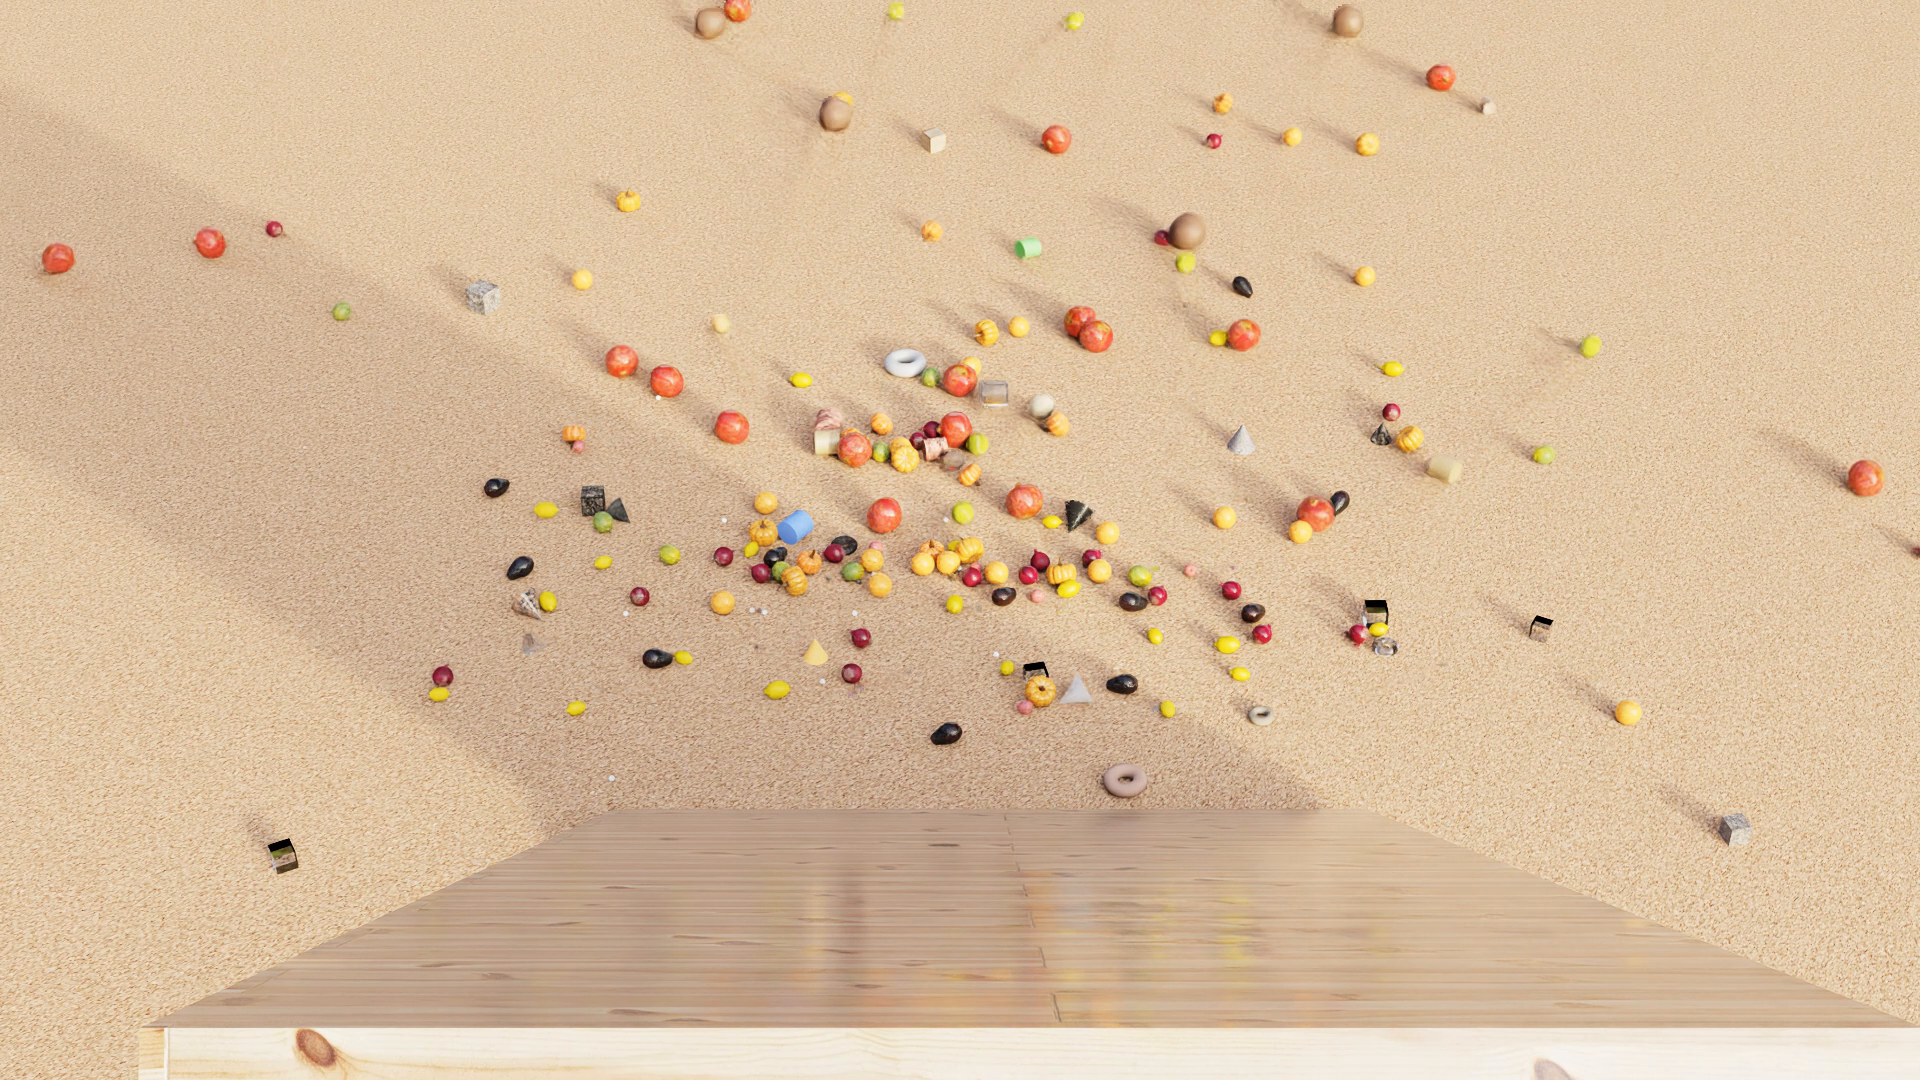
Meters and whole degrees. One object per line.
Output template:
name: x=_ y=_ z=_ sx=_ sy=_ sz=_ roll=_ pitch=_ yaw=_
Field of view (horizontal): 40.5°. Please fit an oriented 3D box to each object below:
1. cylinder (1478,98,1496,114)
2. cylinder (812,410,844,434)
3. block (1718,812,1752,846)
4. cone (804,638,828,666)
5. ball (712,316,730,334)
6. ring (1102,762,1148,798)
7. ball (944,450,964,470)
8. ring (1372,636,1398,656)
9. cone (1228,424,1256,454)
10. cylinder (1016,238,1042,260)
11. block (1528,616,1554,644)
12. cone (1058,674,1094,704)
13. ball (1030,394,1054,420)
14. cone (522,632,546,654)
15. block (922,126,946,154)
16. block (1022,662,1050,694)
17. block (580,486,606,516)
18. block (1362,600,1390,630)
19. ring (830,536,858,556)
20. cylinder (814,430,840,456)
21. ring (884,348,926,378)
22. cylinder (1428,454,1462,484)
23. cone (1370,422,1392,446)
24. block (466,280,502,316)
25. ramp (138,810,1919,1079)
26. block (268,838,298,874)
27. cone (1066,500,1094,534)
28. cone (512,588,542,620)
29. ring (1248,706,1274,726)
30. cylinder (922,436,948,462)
cylinder: x=2.080 y=-1.714 z=10.262 sx=0.053 sy=0.053 sz=0.053 roll=-9 pitch=23 yaw=-11
cylinder: x=-0.428 y=-0.371 z=8.430 sx=0.085 sy=0.085 sz=0.085 roll=11 pitch=16 yaw=15
block: x=2.062 y=0.771 z=6.917 sx=0.058 sy=0.058 sz=0.058 roll=-9 pitch=37 yaw=-11
cone: x=-0.418 y=0.311 z=7.523 sx=0.072 sy=0.072 sz=0.072 roll=0 pitch=37 yaw=0
ball: x=-0.821 y=-0.742 z=8.949 sx=0.060 sy=0.060 sz=0.060 roll=0 pitch=37 yaw=0
ring: x=0.450 y=0.655 z=7.088 sx=0.122 sy=0.041 sz=0.122 roll=-1 pitch=37 yaw=1
ball: x=-0.021 y=-0.255 z=8.292 sx=0.062 sy=0.062 sz=0.062 roll=0 pitch=37 yaw=0
ring: x=1.237 y=0.310 z=7.563 sx=0.078 sy=0.026 sz=0.078 roll=0 pitch=38 yaw=0
cone: x=0.910 y=-0.339 z=8.382 sx=0.092 sy=0.092 sz=0.092 roll=0 pitch=37 yaw=0
cylinder: x=0.247 y=-1.048 z=9.355 sx=0.066 sy=0.066 sz=0.066 roll=-18 pitch=40 yaw=-23
block: x=1.699 y=0.262 z=7.606 sx=0.052 sy=0.052 sz=0.052 roll=18 pitch=40 yaw=22
cone: x=0.318 y=0.441 z=7.375 sx=0.090 sy=0.090 sz=0.090 roll=-31 pitch=40 yaw=4
ball: x=0.267 y=-0.435 z=8.519 sx=0.081 sy=0.081 sz=0.081 roll=0 pitch=37 yaw=0
cone: x=-1.230 y=0.304 z=7.569 sx=0.065 sy=0.065 sz=0.065 roll=7 pitch=27 yaw=-39
block: x=-0.102 y=-1.540 z=10.016 sx=0.067 sy=0.067 sz=0.067 roll=-22 pitch=42 yaw=-26
block: x=0.217 y=0.393 z=7.423 sx=0.061 sy=0.061 sz=0.061 roll=-8 pitch=37 yaw=-10
block: x=-1.144 y=-0.122 z=8.109 sx=0.068 sy=0.068 sz=0.068 roll=-2 pitch=37 yaw=-2
block: x=1.223 y=0.221 z=7.652 sx=0.063 sy=0.063 sz=0.063 roll=-1 pitch=37 yaw=-1
ring: x=-0.354 y=0.017 z=7.957 sx=0.083 sy=0.028 sz=0.083 roll=-1 pitch=38 yaw=0
cylinder: x=-0.428 y=-0.314 z=8.358 sx=0.080 sy=0.080 sz=0.080 roll=-3 pitch=37 yaw=-5
ring: x=-0.184 y=-0.596 z=8.764 sx=0.144 sy=0.048 sz=0.144 roll=0 pitch=35 yaw=0
cylinder: x=1.536 y=-0.224 z=8.242 sx=0.074 sy=0.074 sz=0.074 roll=27 pitch=44 yaw=31
cone: x=1.366 y=-0.354 z=8.420 sx=0.070 sy=0.070 sz=0.070 roll=0 pitch=37 yaw=0
block: x=-1.663 y=-0.845 z=9.070 sx=0.082 sy=0.082 sz=0.082 roll=22 pitch=42 yaw=26
ramp: x=0.081 y=0.681 z=4.910 sx=2.000 sy=0.100 sz=4.000 roll=0 pitch=-2 yaw=0
block: x=-1.779 y=0.831 z=6.835 sx=0.058 sy=0.058 sz=0.058 roll=-18 pitch=40 yaw=-22
cone: x=0.353 y=-0.059 z=8.046 sx=0.093 sy=0.093 sz=0.093 roll=16 pitch=66 yaw=20
cone: x=-1.262 y=0.207 z=7.689 sx=0.092 sy=0.092 sz=0.092 roll=47 pitch=52 yaw=12
ring: x=0.848 y=0.494 z=7.317 sx=0.075 sy=0.025 sz=0.075 roll=-1 pitch=37 yaw=1
cylinder: x=-0.080 y=-0.291 z=8.333 sx=0.072 sy=0.072 sz=0.072 roll=-8 pitch=37 yaw=-11
